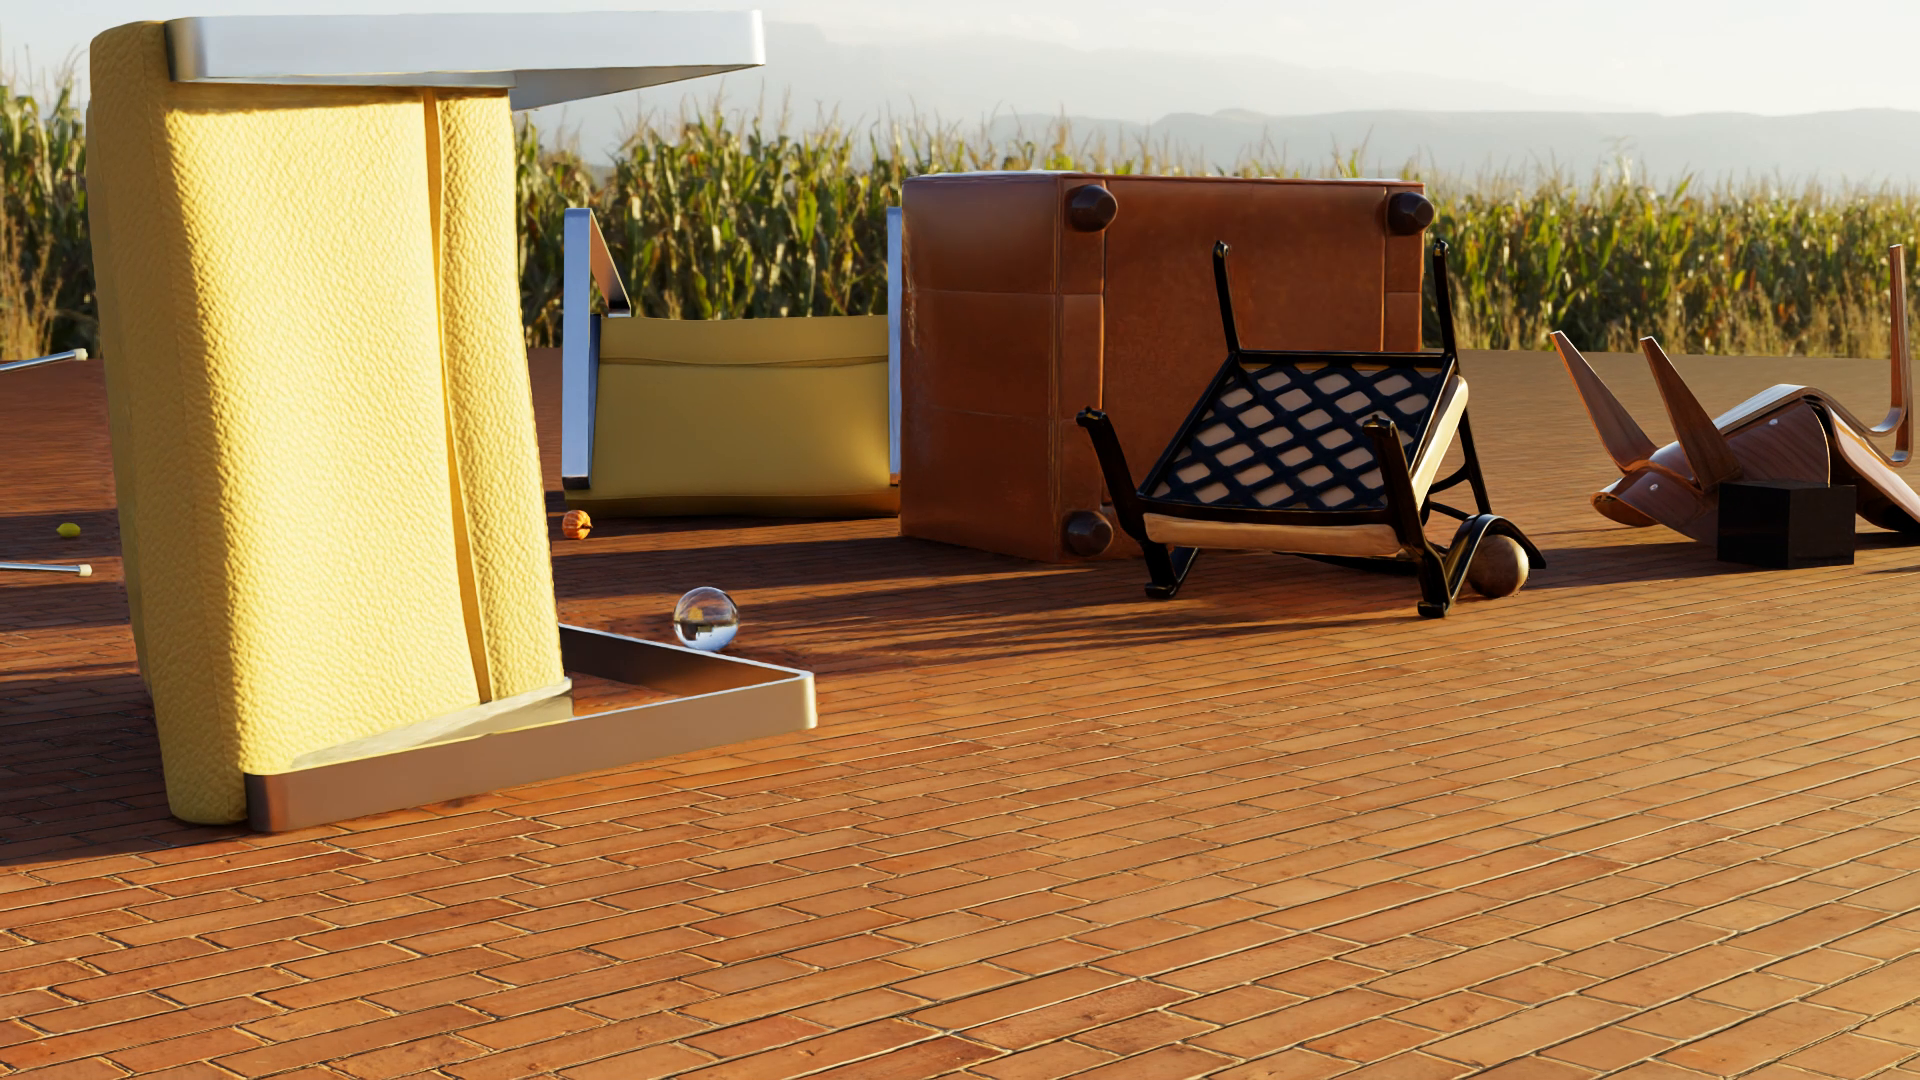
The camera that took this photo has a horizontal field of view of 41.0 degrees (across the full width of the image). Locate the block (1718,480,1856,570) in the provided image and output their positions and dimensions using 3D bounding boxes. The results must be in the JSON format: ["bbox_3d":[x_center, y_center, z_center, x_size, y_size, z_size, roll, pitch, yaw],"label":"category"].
[{"bbox_3d":[1.900,-0.038,5.897,0.212,0.181,0.213,-3,7,-29],"label":"block"}]

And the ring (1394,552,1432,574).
[{"bbox_3d":[1.012,0.050,5.722,0.080,0.042,0.087,-6,7,-34],"label":"ring"}]

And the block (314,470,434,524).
[{"bbox_3d":[-1.606,-0.121,7.026,0.260,0.116,0.303,-3,6,-25],"label":"block"}]

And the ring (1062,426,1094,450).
[{"bbox_3d":[0.436,-0.389,9.762,0.161,0.091,0.060,5,37,-29],"label":"ring"}]

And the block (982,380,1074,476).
[{"bbox_3d":[0.202,-0.333,7.586,0.181,0.212,0.112,28,35,-22],"label":"block"}]

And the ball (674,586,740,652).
[{"bbox_3d":[-0.444,0.140,4.491,0.116,0.116,0.116,0,6,0],"label":"ball"}]
